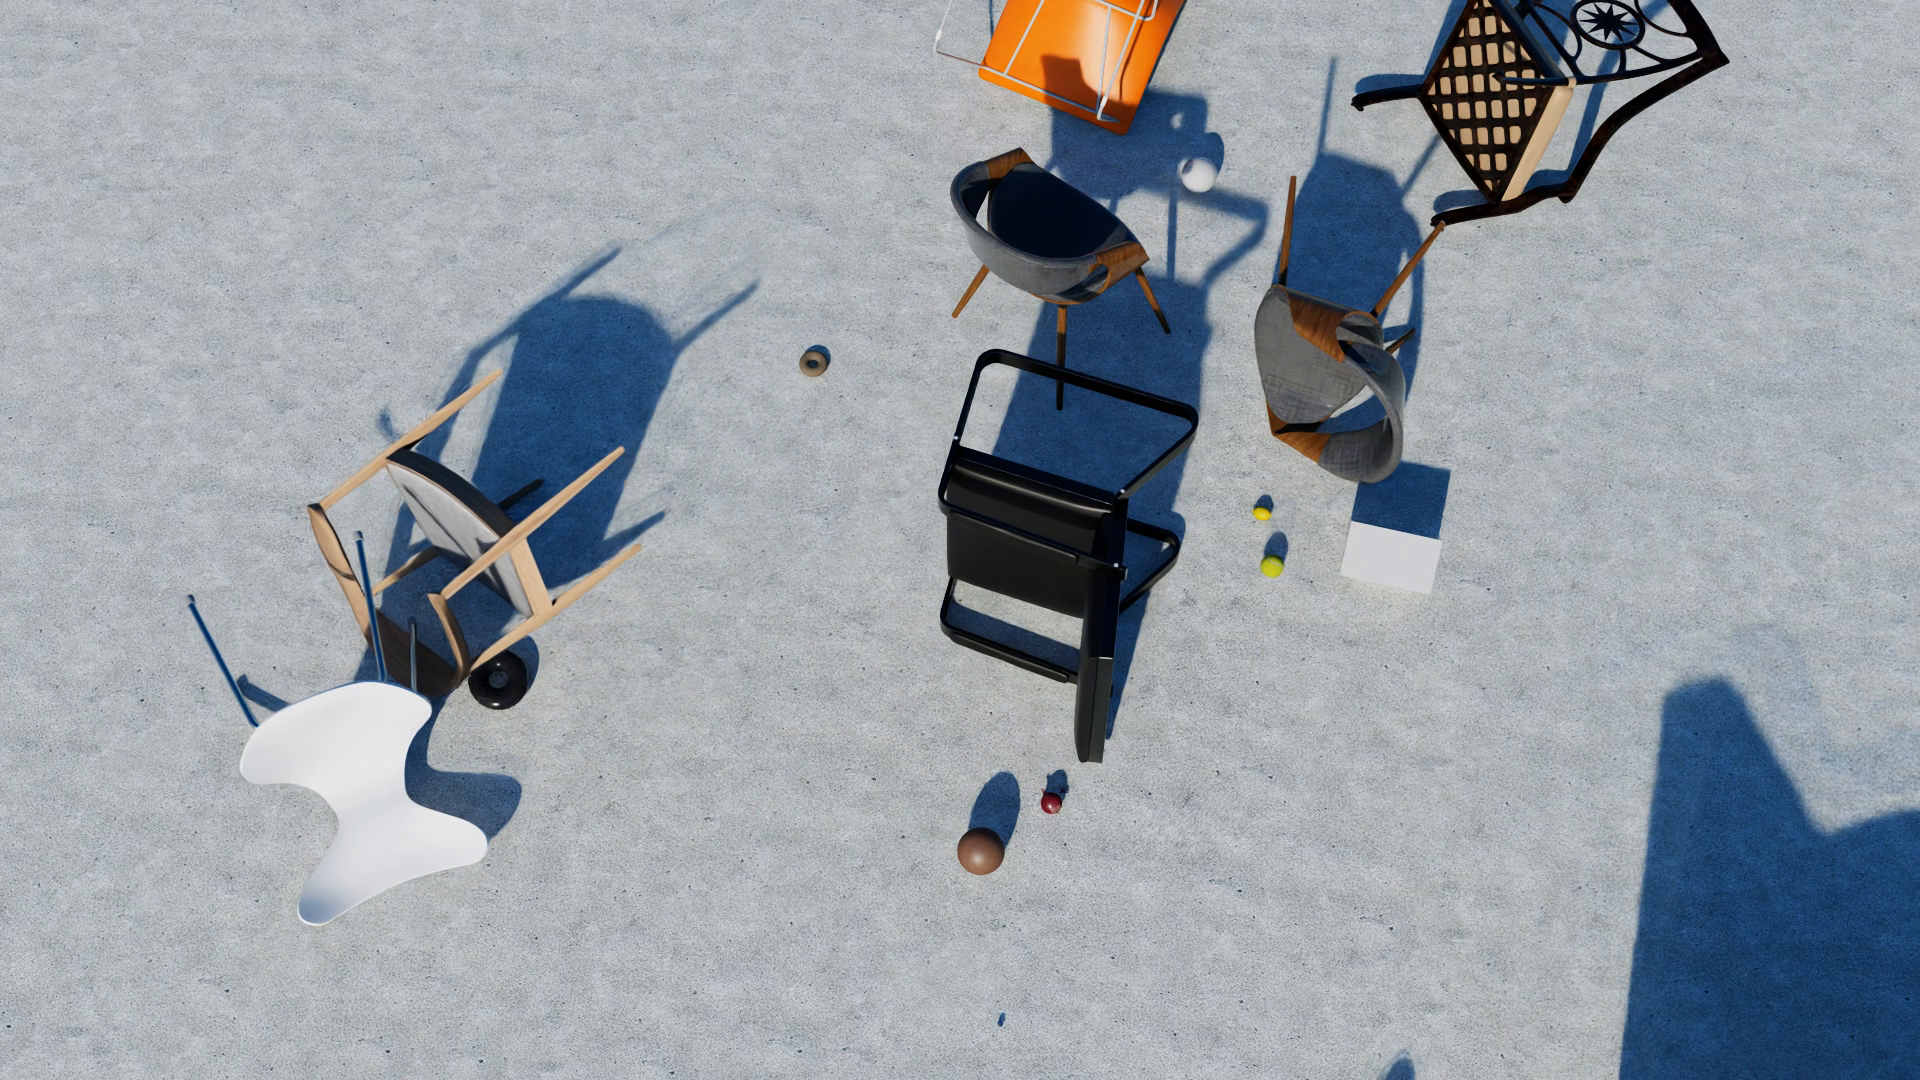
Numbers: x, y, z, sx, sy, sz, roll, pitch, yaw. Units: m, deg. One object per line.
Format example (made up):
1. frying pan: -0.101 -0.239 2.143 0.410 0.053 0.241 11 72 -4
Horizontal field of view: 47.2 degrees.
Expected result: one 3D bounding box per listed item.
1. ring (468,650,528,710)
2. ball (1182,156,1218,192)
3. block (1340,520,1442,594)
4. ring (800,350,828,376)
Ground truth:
1. ring: -1.318 0.397 6.276 0.171 0.053 0.200 -18 59 -13
2. ball: 0.796 -1.215 7.317 0.119 0.119 0.119 0 56 0
3. block: 1.258 0.048 6.427 0.265 0.114 0.161 13 96 8
4. ring: -0.462 -0.556 6.933 0.091 0.025 0.102 -1 55 -2
